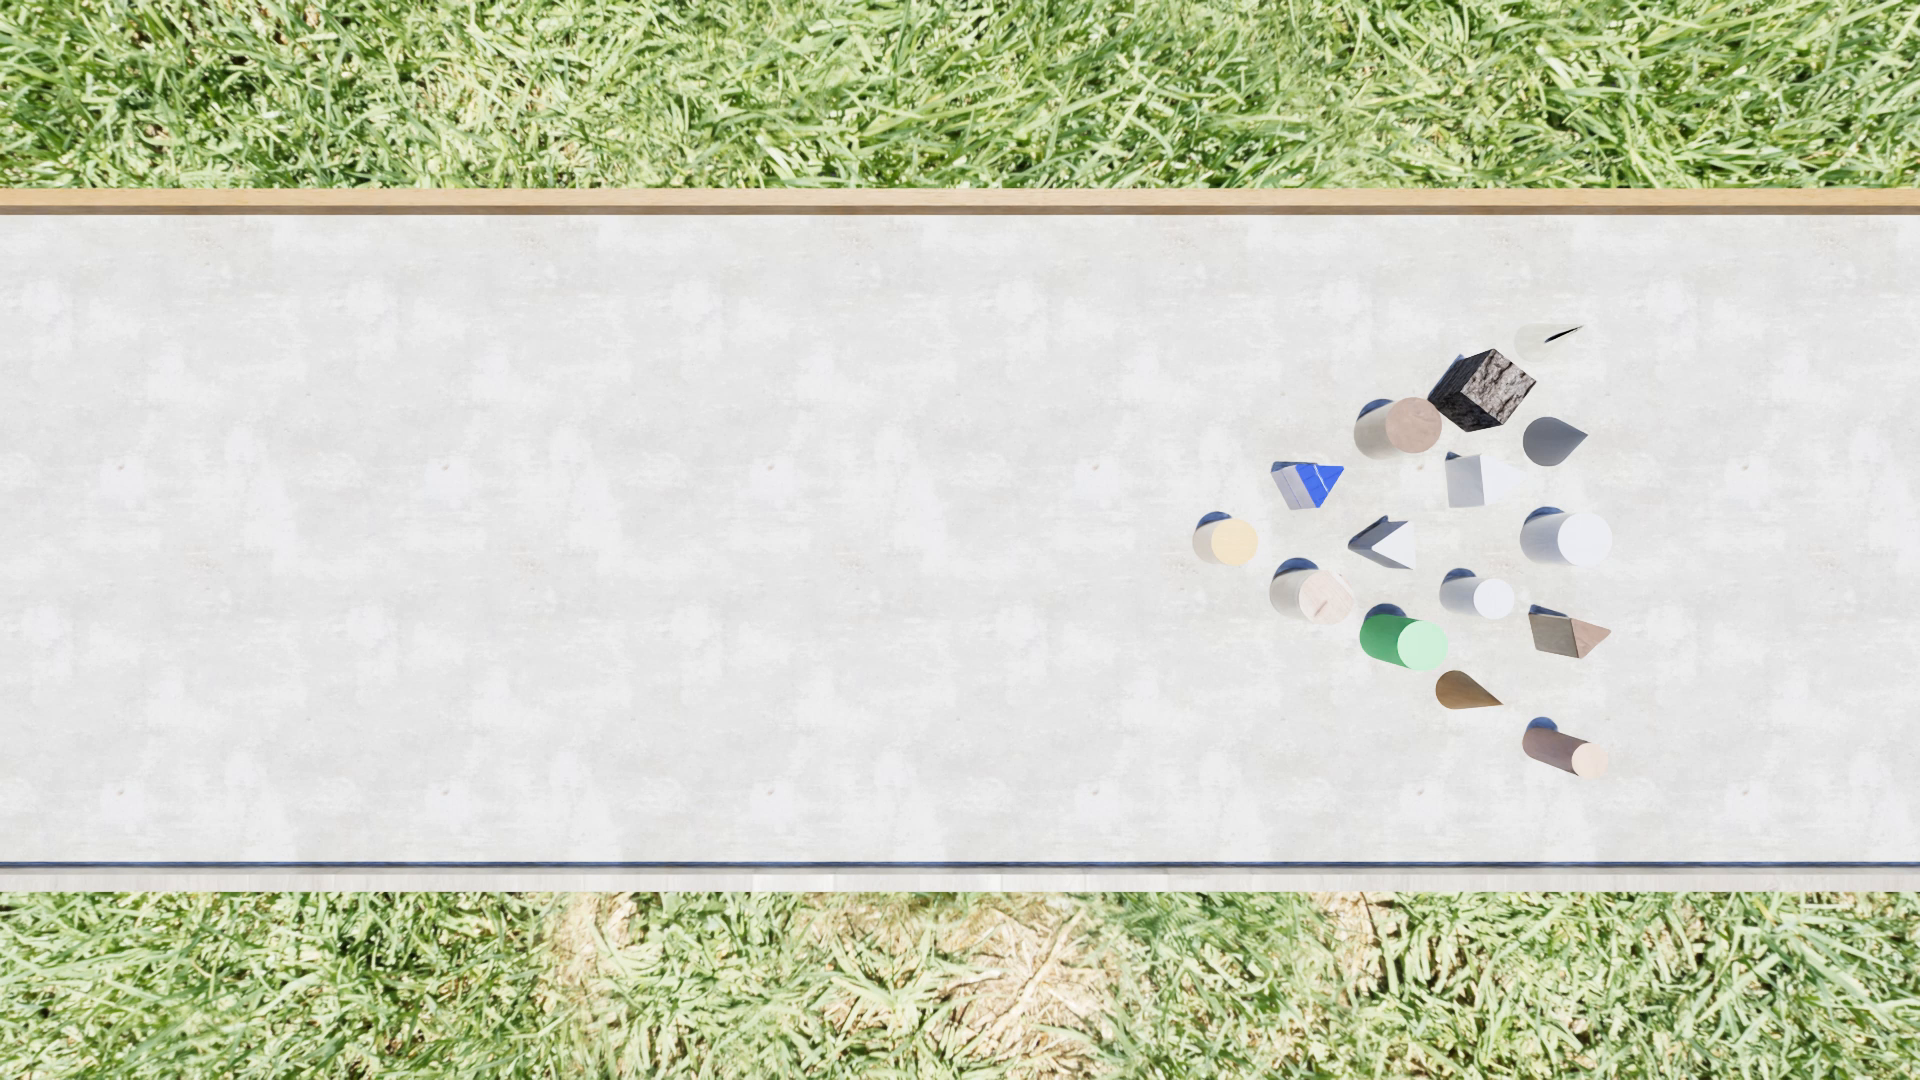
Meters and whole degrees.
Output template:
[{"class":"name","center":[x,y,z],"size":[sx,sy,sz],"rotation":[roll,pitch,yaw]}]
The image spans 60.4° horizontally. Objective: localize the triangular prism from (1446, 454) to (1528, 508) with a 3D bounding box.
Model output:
[{"class":"triangular prism","center":[1.533,-0.194,4.904],"size":[0.149,0.346,0.129],"rotation":[-35,90,0]}]

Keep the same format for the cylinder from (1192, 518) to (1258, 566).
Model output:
[{"class":"cylinder","center":[0.782,0.006,4.885],"size":[0.134,0.383,0.134],"rotation":[0,90,0]}]

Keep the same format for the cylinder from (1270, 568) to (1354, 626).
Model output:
[{"class":"cylinder","center":[1.029,0.163,4.854],"size":[0.155,0.445,0.155],"rotation":[0,90,0]}]

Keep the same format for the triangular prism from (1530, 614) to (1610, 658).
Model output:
[{"class":"triangular prism","center":[1.785,0.263,4.898],"size":[0.118,0.358,0.103],"rotation":[-42,90,0]}]

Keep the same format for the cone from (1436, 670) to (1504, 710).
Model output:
[{"class":"cone","center":[1.524,0.462,4.847],"size":[0.122,0.460,0.122],"rotation":[0,90,0]}]

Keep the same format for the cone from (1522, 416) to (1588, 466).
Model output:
[{"class":"cone","center":[1.809,-0.303,4.911],"size":[0.155,0.331,0.155],"rotation":[0,90,0]}]

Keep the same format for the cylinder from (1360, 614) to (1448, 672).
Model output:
[{"class":"cylinder","center":[1.300,0.298,4.854],"size":[0.143,0.445,0.143],"rotation":[0,90,0]}]

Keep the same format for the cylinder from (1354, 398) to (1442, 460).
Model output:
[{"class":"cylinder","center":[1.291,-0.326,4.885],"size":[0.161,0.384,0.161],"rotation":[0,90,0]}]

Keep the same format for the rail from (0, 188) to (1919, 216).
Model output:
[{"class":"rail","center":[-2.247,-1.025,5.002],"size":[12.000,0.150,0.050],"rotation":[0,90,0]}]

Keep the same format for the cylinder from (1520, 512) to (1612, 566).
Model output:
[{"class":"cylinder","center":[1.801,-0.002,4.914],"size":[0.158,0.325,0.158],"rotation":[0,90,0]}]

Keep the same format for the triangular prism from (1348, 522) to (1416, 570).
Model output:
[{"class":"triangular prism","center":[1.280,0.000,4.924],"size":[0.140,0.306,0.121],"rotation":[26,90,0]}]

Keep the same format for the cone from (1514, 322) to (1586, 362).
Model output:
[{"class":"cone","center":[1.766,-0.607,4.863],"size":[0.123,0.427,0.123],"rotation":[0,90,0]}]

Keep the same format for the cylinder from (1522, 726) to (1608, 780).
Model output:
[{"class":"cylinder","center":[1.781,0.625,4.870],"size":[0.103,0.413,0.103],"rotation":[0,90,0]}]

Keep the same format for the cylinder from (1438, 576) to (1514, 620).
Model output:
[{"class":"cylinder","center":[1.533,0.169,4.904],"size":[0.117,0.345,0.117],"rotation":[0,90,0]}]

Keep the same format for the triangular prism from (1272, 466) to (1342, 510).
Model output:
[{"class":"triangular prism","center":[1.005,-0.180,4.884],"size":[0.118,0.386,0.137],"rotation":[32,90,0]}]

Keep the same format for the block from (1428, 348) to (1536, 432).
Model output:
[{"class":"block","center":[1.544,-0.440,4.902],"size":[0.157,0.350,0.157],"rotation":[38,90,0]}]

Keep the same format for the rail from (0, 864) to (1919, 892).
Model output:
[{"class":"rail","center":[-2.247,1.025,5.001],"size":[12.000,0.150,0.050],"rotation":[0,90,0]}]
